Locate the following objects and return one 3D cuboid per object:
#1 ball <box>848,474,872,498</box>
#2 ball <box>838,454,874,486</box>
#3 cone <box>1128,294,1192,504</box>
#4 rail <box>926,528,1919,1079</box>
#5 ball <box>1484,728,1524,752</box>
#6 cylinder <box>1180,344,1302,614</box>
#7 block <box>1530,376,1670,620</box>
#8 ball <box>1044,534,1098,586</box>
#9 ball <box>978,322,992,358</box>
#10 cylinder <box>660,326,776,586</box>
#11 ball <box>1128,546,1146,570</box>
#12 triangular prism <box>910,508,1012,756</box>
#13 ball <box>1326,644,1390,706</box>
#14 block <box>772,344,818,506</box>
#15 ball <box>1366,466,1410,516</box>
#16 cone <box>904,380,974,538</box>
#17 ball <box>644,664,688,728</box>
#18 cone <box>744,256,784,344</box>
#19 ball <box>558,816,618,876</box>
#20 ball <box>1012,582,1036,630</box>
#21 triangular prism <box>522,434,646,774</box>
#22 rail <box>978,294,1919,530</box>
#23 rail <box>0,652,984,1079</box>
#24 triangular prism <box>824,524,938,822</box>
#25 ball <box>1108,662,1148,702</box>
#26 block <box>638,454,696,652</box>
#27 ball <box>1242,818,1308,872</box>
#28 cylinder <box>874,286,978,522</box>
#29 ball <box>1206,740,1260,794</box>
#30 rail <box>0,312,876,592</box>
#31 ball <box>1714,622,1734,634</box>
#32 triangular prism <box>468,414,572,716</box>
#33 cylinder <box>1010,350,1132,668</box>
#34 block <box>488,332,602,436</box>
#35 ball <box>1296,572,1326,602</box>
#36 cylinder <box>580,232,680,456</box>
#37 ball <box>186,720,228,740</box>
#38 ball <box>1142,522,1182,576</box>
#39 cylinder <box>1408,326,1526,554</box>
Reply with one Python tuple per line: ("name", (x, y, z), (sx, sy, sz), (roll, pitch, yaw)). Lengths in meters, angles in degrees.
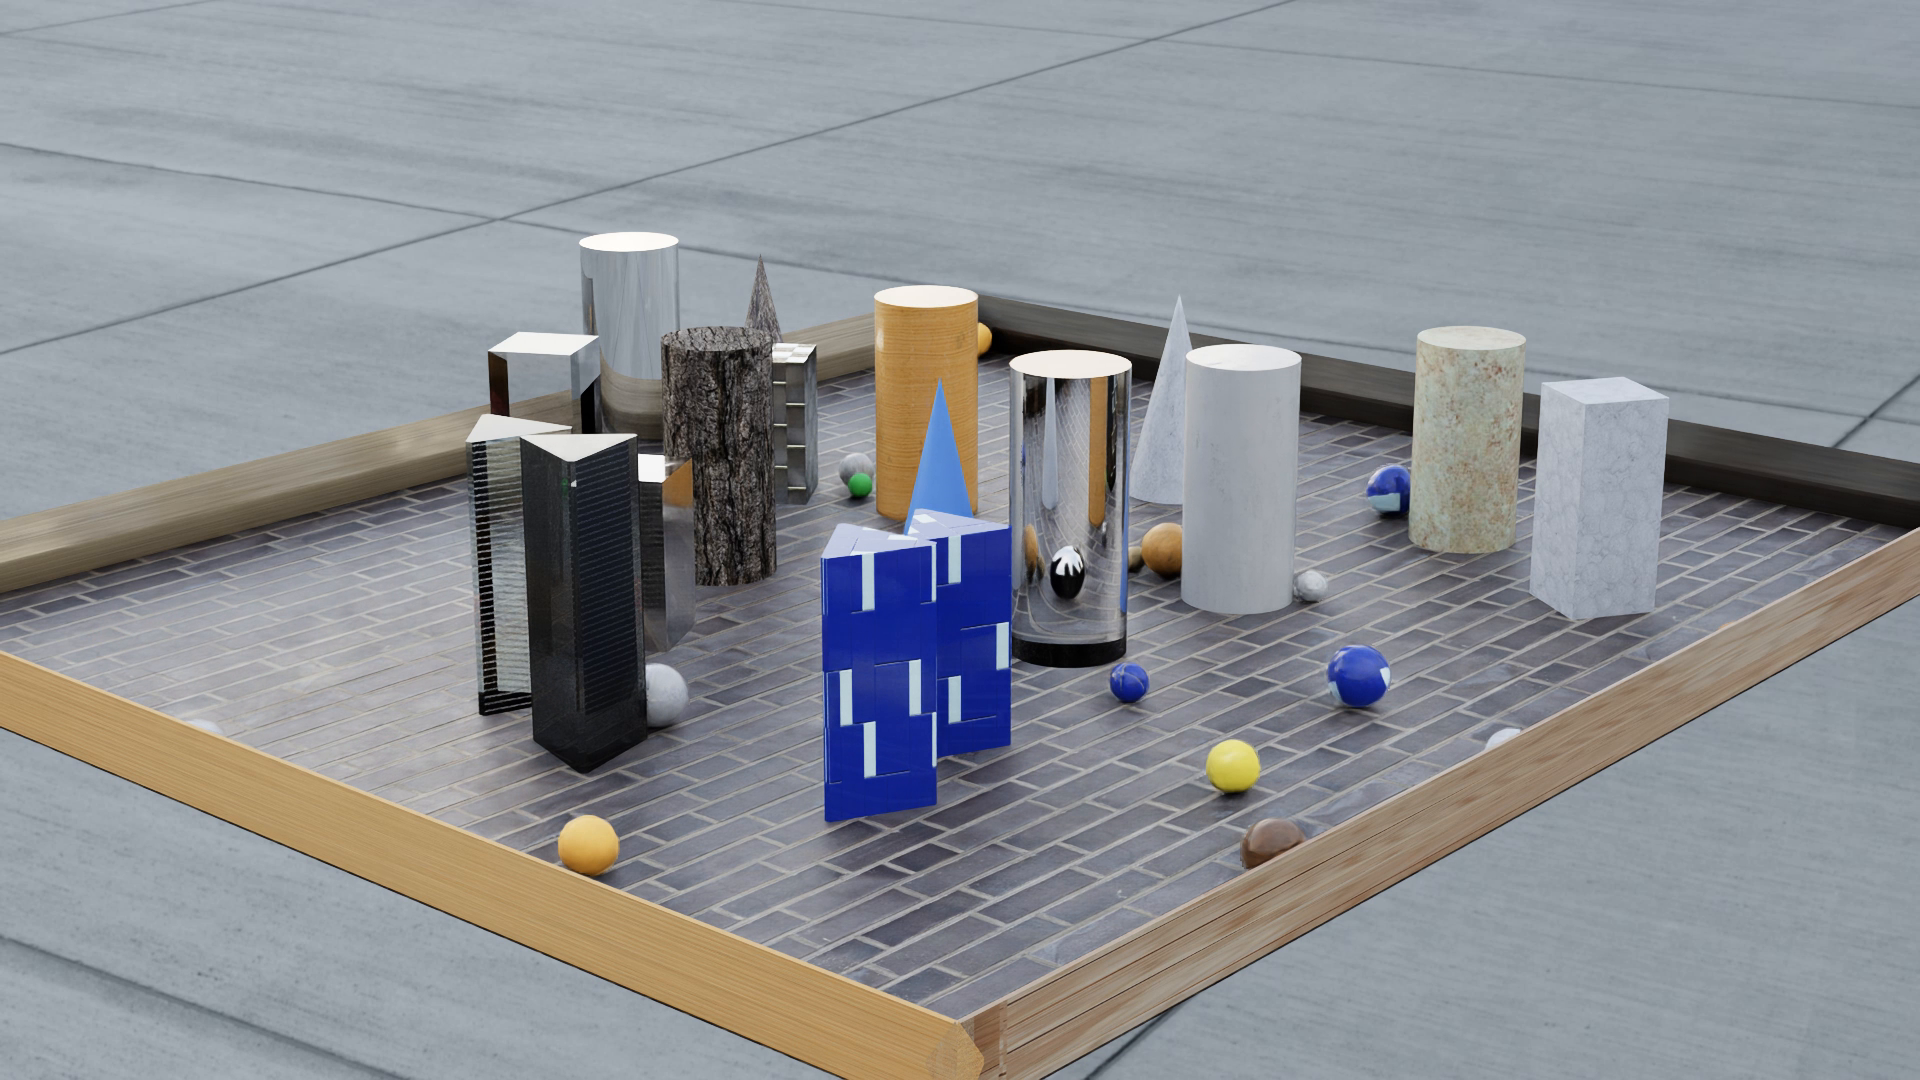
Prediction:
("ball", (-0.194, -0.106, 5.721), (0.047, 0.047, 0.047), (0, 17, 0))
("ball", (-0.205, -0.136, 5.783), (0.069, 0.069, 0.069), (0, 17, 0))
("cone", (0.424, -0.287, 5.717), (0.196, 0.396, 0.196), (0, 17, 0))
("rail", (0.944, 0.269, 4.335), (0.045, 0.127, 2.945), (14, 22, 39))
("ball", (0.804, 0.314, 4.270), (0.080, 0.080, 0.080), (0, 17, 0))
("cylinder", (0.483, -0.106, 5.060), (0.196, 0.429, 0.196), (0, 17, 0))
("block", (1.096, -0.073, 5.037), (0.157, 0.379, 0.157), (-5, 17, -16))
("ball", (0.195, 0.036, 5.170), (0.094, 0.094, 0.094), (0, 17, 0))
("ball", (0.036, -0.468, 6.861), (0.081, 0.081, 0.081), (0, 17, 0))
("cylinder", (-0.428, -0.150, 5.212), (0.196, 0.426, 0.196), (0, 17, 0))
("ball", (0.314, 0.033, 5.264), (0.044, 0.044, 0.044), (0, 17, 0))
("triangular prism", (-0.031, 0.136, 4.407), (0.170, 0.342, 0.147), (-8, 19, -25))
("ball", (0.622, 0.211, 4.579), (0.098, 0.098, 0.098), (0, 17, 0))
("block", (-0.367, -0.227, 5.715), (0.157, 0.283, 0.157), (2, 17, 6))
("ball", (0.825, -0.093, 5.590), (0.098, 0.098, 0.098), (0, 17, 0))
("cone", (-0.033, -0.067, 4.932), (0.196, 0.427, 0.196), (0, 17, 0))
("ball", (-0.465, 0.238, 4.492), (0.098, 0.098, 0.098), (0, 17, 0))
("cone", (-0.403, -0.379, 5.980), (0.196, 0.420, 0.196), (0, 17, 0))
("ball", (-0.501, 0.411, 3.947), (0.081, 0.081, 0.081), (0, 17, 0))
("ball", (0.091, 0.111, 4.946), (0.078, 0.078, 0.078), (0, 17, 0))
("triangular prism", (-0.538, 0.084, 4.348), (0.147, 0.476, 0.170), (-11, 20, -31))
("rail", (0.950, -0.284, 6.168), (2.548, 0.127, 0.045), (14, 22, 39))
("rail", (-0.950, 0.348, 4.072), (2.548, 0.127, 0.045), (14, 22, 39))
("triangular prism", (-0.140, 0.182, 4.174), (0.170, 0.389, 0.147), (-7, 18, -23))
("ball", (0.265, 0.222, 4.605), (0.062, 0.062, 0.062), (0, 17, 0))
("block", (-0.541, 0.019, 4.881), (0.157, 0.292, 0.157), (4, 17, 12))
("ball", (0.421, 0.415, 3.917), (0.090, 0.090, 0.090), (0, 17, 0))
("cylinder", (-0.064, -0.260, 5.589), (0.196, 0.417, 0.196), (0, 17, 0))
("ball", (0.393, 0.327, 4.232), (0.077, 0.077, 0.077), (0, 17, 0))
("rail", (-0.944, -0.205, 5.905), (0.045, 0.127, 2.945), (14, 22, 39))
("ball", (1.257, 0.169, 4.762), (0.073, 0.073, 0.073), (0, 17, 0))
("triangular prism", (-0.706, 0.032, 4.586), (0.170, 0.439, 0.147), (-10, 19, -29))
("cylinder", (0.178, -0.052, 4.783), (0.196, 0.484, 0.196), (0, 17, 0))
("block", (-0.759, -0.181, 5.405), (0.157, 0.372, 0.157), (4, 17, 12))
("ball", (0.609, 0.080, 5.091), (0.053, 0.053, 0.053), (0, 17, 0))
("cylinder", (-0.661, -0.378, 5.917), (0.196, 0.454, 0.196), (0, 17, 0))
("ball", (-1.114, 0.305, 4.292), (0.085, 0.085, 0.085), (0, 17, 0))
("ball", (0.371, 0.017, 5.226), (0.096, 0.096, 0.096), (0, 17, 0))
("cylinder", (0.934, -0.186, 5.407), (0.196, 0.382, 0.196), (0, 17, 0))
